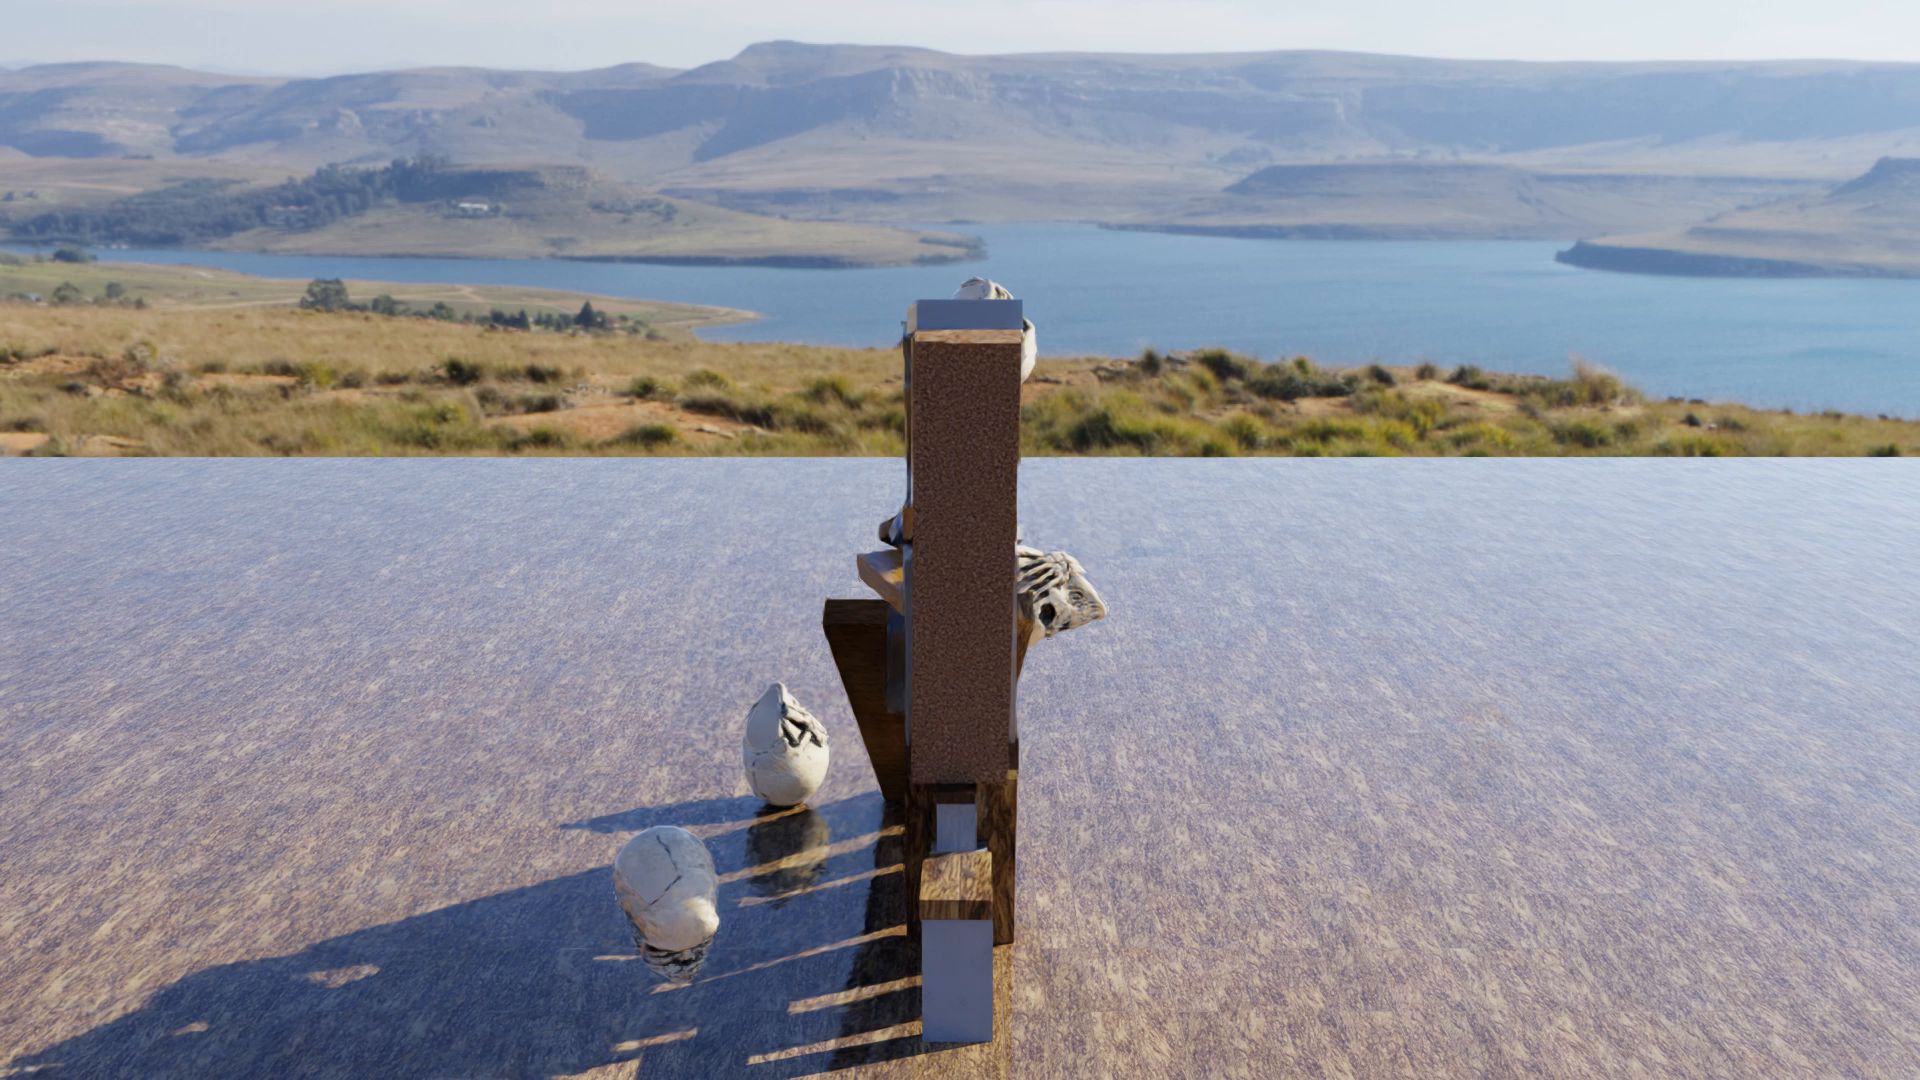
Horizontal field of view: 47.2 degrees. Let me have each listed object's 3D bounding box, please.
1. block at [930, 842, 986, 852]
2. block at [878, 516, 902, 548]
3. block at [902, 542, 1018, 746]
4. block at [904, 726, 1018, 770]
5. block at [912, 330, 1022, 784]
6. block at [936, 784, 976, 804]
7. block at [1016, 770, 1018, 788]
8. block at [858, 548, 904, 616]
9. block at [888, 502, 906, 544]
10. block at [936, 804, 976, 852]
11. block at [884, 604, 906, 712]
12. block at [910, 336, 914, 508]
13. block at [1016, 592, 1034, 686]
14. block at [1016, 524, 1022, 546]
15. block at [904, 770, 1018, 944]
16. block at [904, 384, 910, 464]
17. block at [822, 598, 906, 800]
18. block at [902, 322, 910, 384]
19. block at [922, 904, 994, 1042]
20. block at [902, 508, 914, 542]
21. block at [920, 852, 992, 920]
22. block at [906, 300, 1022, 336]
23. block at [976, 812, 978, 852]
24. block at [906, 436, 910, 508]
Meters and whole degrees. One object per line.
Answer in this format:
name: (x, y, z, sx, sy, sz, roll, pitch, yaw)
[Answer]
block: (-0.002, 0.484, 3.246, 0.084, 0.024, 0.168, 0, 11, 0)
block: (-0.027, -0.033, 3.602, 0.199, 0.028, 0.099, -27, -38, 34)
block: (0.000, 0.150, 3.137, 0.158, 0.316, 0.045, -2, 30, -3)
block: (0.002, 0.295, 3.379, 0.167, 0.047, 0.335, 0, 6, 0)
block: (0.004, 0.040, 3.022, 0.139, 0.700, 0.039, 0, 30, -1)
block: (-0.005, 0.358, 3.196, 0.056, 0.016, 0.113, 0, 11, 1)
block: (0.004, 0.450, 3.570, 0.167, 0.335, 0.047, 0, 41, -3)
block: (-0.055, 0.070, 3.478, 0.131, 0.037, 0.263, -9, 20, -21)
block: (-0.038, -0.049, 3.495, 0.099, 0.028, 0.198, 1, -27, -18)
block: (-0.005, 0.428, 3.180, 0.056, 0.113, 0.016, 0, 15, 1)
block: (-0.034, 0.196, 3.625, 0.172, 0.049, 0.344, -2, -26, -4)
block: (0.000, -0.155, 3.174, 0.139, 0.277, 0.039, -2, 17, -7)
block: (0.013, 0.171, 3.297, 0.158, 0.045, 0.316, 0, -28, -6)
block: (-0.005, -0.014, 3.694, 0.198, 0.028, 0.099, 18, -39, -26)
block: (0.001, 0.480, 3.371, 0.167, 0.335, 0.047, 0, 34, 0)
block: (-0.014, -0.113, 3.258, 0.122, 0.244, 0.035, -5, 13, -3)
block: (-0.099, 0.299, 3.925, 0.172, 0.049, 0.633, 2, -34, 11)
block: (-0.020, -0.224, 3.297, 0.122, 0.244, 0.035, -4, 44, -1)
block: (-0.004, 0.601, 3.067, 0.099, 0.197, 0.028, 0, 11, 0)
block: (-0.002, 0.020, 3.216, 0.158, 0.045, 0.316, -2, -17, -1)
block: (-0.005, 0.483, 3.083, 0.099, 0.028, 0.197, 0, 11, 1)
block: (0.003, -0.305, 3.021, 0.139, 0.039, 0.277, 0, 4, -4)
block: (-0.003, 0.414, 3.250, 0.056, 0.112, 0.016, 0, 14, 1)
block: (-0.020, -0.067, 3.344, 0.122, 0.305, 0.035, -2, 28, -3)
